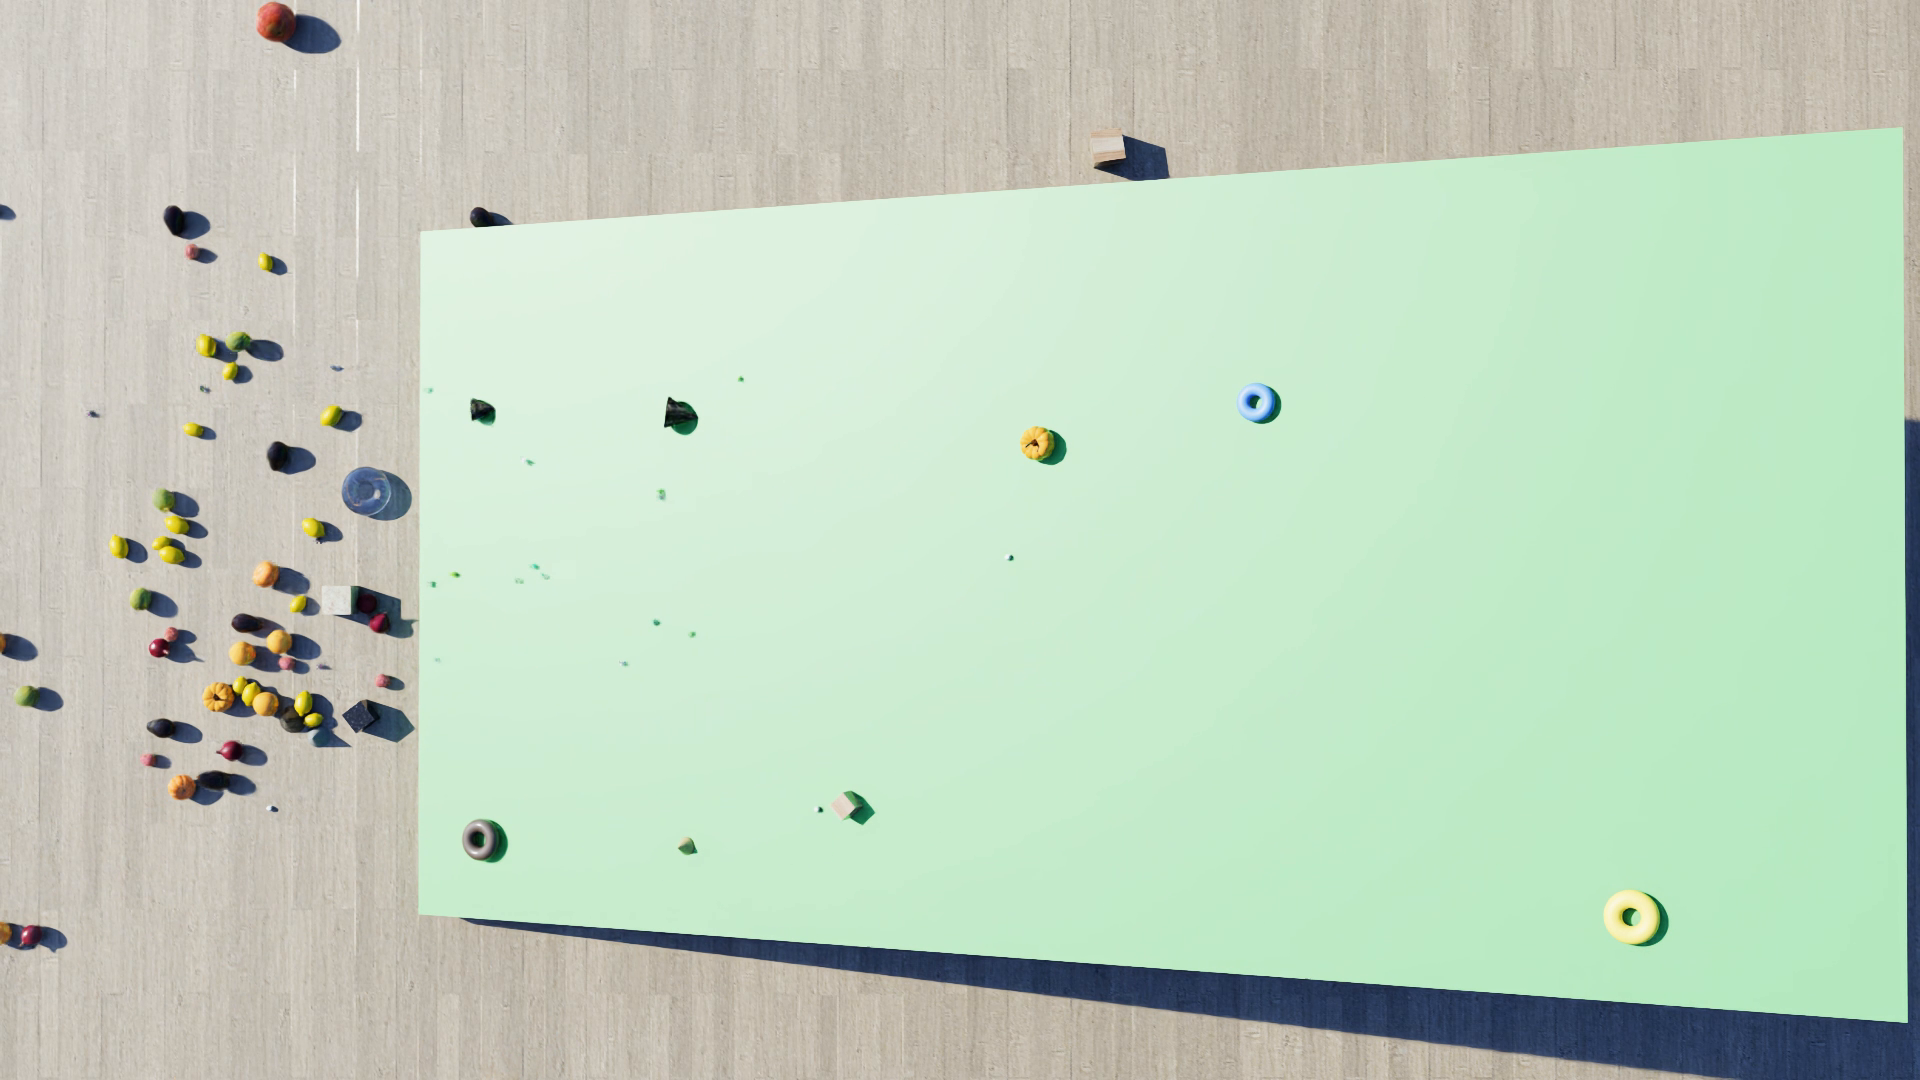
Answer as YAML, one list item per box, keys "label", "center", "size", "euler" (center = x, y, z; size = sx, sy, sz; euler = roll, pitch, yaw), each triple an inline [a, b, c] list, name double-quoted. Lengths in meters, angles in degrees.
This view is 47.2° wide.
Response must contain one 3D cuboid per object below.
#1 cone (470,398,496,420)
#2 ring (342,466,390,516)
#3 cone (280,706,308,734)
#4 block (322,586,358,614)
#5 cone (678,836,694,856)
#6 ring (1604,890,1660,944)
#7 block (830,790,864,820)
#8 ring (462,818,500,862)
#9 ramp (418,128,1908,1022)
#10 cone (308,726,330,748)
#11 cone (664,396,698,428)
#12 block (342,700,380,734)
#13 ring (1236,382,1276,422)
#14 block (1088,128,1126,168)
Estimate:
- label: "cone"
  center: [-1.373, -0.379, 6.347]
  size: [0.069, 0.069, 0.069]
  euler: [-2, 89, -5]
- label: "ring"
  center: [-1.761, -0.145, 6.516]
  size: [0.147, 0.049, 0.147]
  euler: [0, 88, 1]
- label: "cone"
  center: [-1.980, 0.532, 6.491]
  size: [0.083, 0.083, 0.083]
  euler: [0, 89, 0]
- label: "block"
  center: [-1.830, 0.177, 6.494]
  size: [0.084, 0.084, 0.084]
  euler: [0, 89, 0]
- label: "cone"
  center: [-0.767, 0.848, 6.069]
  size: [0.052, 0.052, 0.052]
  euler: [0, 89, 23]
- label: "ring"
  center: [1.560, 0.876, 5.109]
  size: [0.127, 0.042, 0.127]
  euler: [-1, 88, 22]
- label: "block"
  center: [-0.303, 0.710, 5.877]
  size: [0.054, 0.054, 0.054]
  euler: [-45, 74, 16]
- label: "ring"
  center: [-1.379, 0.863, 6.329]
  size: [0.124, 0.041, 0.124]
  euler: [-1, 88, 23]
- label: "ramp"
  center: [0.283, 0.086, 5.725]
  size: [4.000, 0.100, 2.000]
  euler: [0, 89, 23]
- label: "cone"
  center: [-1.904, 0.583, 6.498]
  size: [0.067, 0.067, 0.067]
  euler: [0, 89, 0]
- label: "cone"
  center: [-0.768, -0.346, 6.090]
  size: [0.091, 0.091, 0.091]
  euler: [9, 89, -4]
- label: "block"
  center: [-1.769, 0.521, 6.498]
  size: [0.069, 0.069, 0.069]
  euler: [-37, 89, 0]
- label: "ring"
  center: [0.736, -0.343, 5.471]
  size: [0.097, 0.032, 0.097]
  euler: [0, 90, 22]
- label: "block"
  center: [0.435, -1.161, 6.507]
  size: [0.091, 0.091, 0.091]
  euler: [-9, 89, 0]
